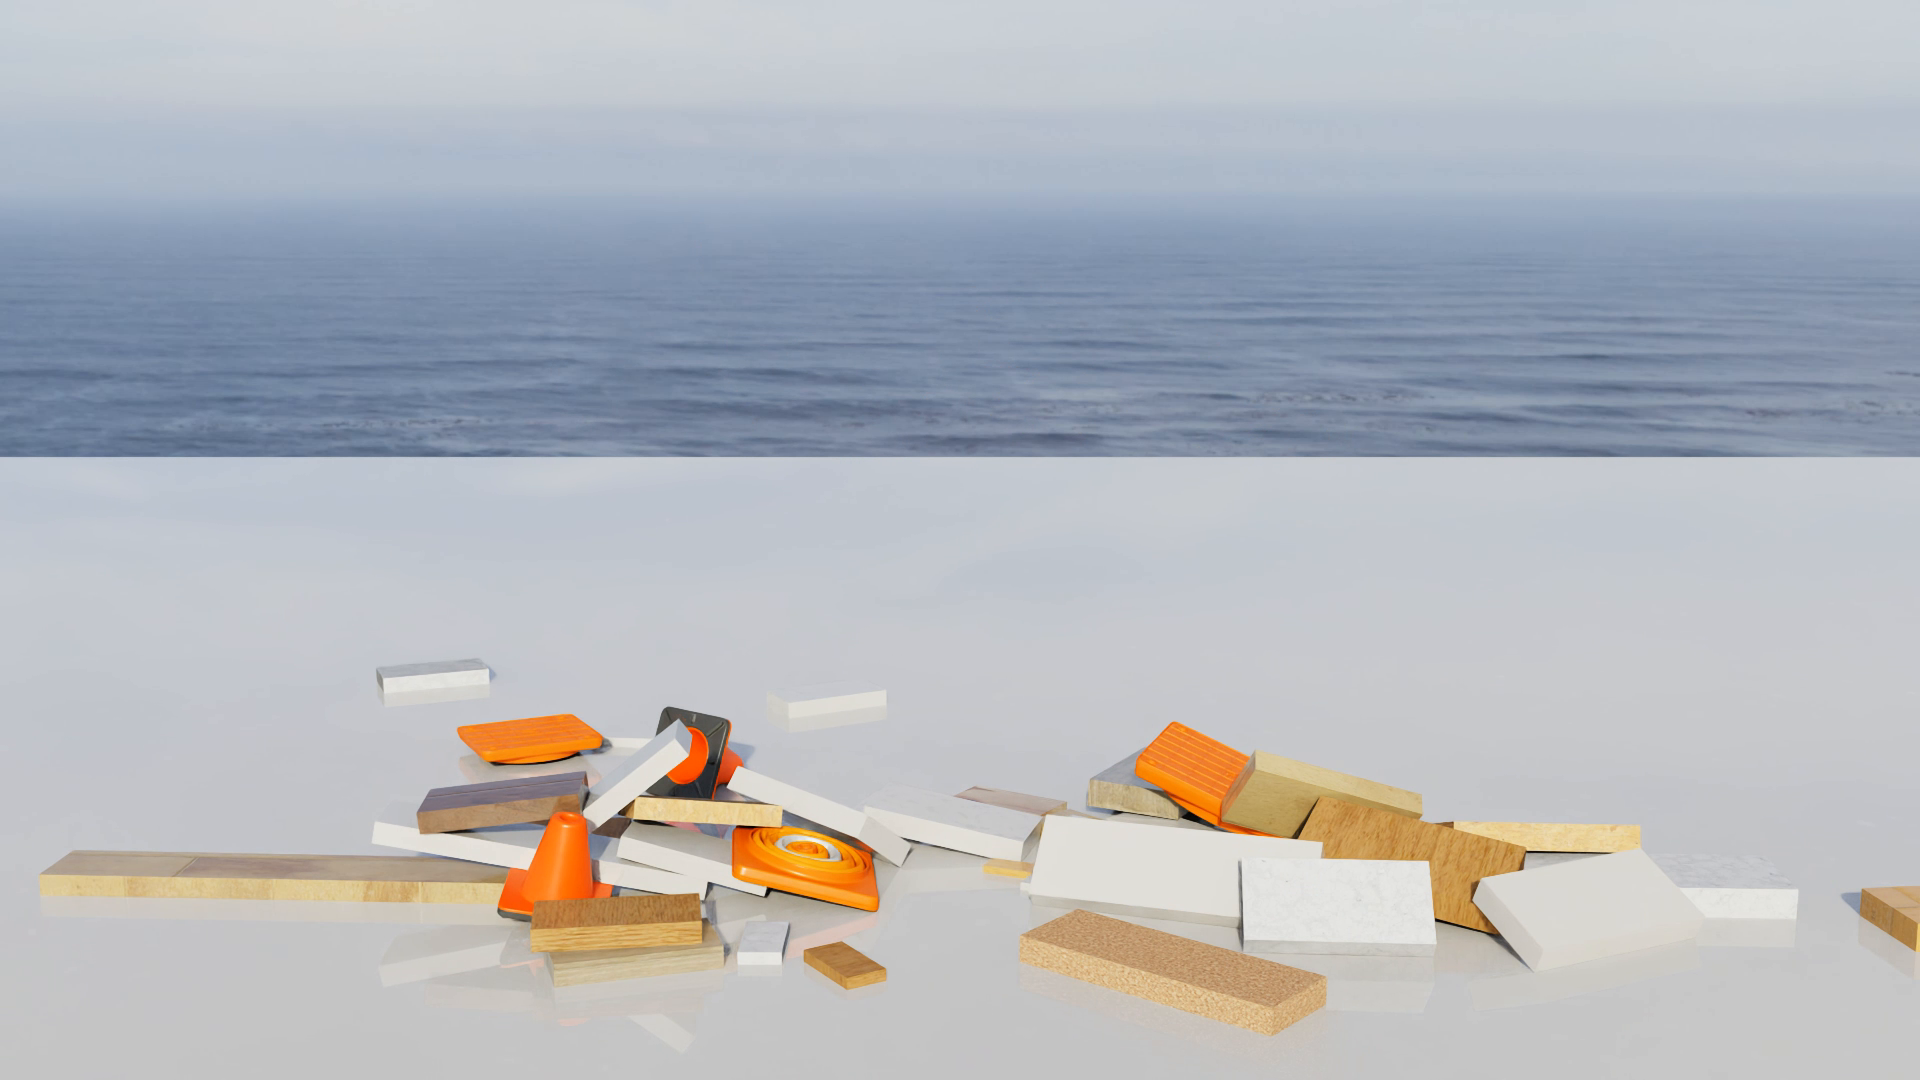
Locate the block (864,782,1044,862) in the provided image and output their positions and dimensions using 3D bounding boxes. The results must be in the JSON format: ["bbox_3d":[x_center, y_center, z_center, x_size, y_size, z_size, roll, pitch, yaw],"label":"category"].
[{"bbox_3d":[-0.012,0.502,3.913,0.292,0.041,0.146,11,13,14],"label":"block"}]

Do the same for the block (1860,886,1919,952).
[{"bbox_3d":[1.632,0.597,3.505,0.326,0.046,0.163,-1,11,-8],"label":"block"}]

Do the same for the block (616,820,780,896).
[{"bbox_3d":[-0.435,0.527,3.673,0.252,0.036,0.126,15,9,1],"label":"block"}]

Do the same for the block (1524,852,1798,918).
[{"bbox_3d":[0.989,0.569,3.650,0.734,0.049,0.173,1,11,3],"label":"block"}]

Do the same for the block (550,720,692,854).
[{"bbox_3d":[-0.563,0.409,3.668,0.262,0.037,0.131,-38,11,2],"label":"block"}]

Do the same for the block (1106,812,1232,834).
[{"bbox_3d":[0.425,0.535,3.888,0.099,0.028,0.360,-10,14,-43],"label":"block"}]

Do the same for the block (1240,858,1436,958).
[{"bbox_3d":[0.586,0.571,3.426,0.292,0.041,0.146,1,51,4],"label":"block"}]

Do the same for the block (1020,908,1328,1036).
[{"bbox_3d":[0.312,0.640,3.281,0.448,0.043,0.152,9,13,39],"label":"block"}]

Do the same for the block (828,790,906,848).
[{"bbox_3d":[-0.140,0.511,4.003,0.119,0.034,0.238,4,11,19],"label":"block"}]

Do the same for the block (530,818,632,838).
[{"bbox_3d":[-0.716,0.529,3.899,0.252,0.036,0.126,0,11,-2],"label":"block"}]

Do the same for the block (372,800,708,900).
[{"bbox_3d":[-0.691,0.517,3.673,0.550,0.037,0.131,10,9,-3],"label":"block"}]

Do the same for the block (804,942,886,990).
[{"bbox_3d":[-0.175,0.643,3.329,0.068,0.019,0.135,-7,12,-32],"label":"block"}]

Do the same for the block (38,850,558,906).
[{"bbox_3d":[-1.107,0.567,3.696,0.842,0.036,0.128,1,11,3],"label":"block"}]

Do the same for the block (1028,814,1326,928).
[{"bbox_3d":[0.350,0.542,3.567,0.460,0.041,0.146,3,56,18],"label":"block"}]

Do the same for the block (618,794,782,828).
[{"bbox_3d":[-0.440,0.457,3.715,0.252,0.036,0.126,6,-6,-20],"label":"block"}]

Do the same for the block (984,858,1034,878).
[{"bbox_3d":[0.090,0.564,3.774,0.090,0.013,0.045,5,11,23],"label":"block"}]

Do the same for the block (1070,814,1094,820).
[{"bbox_3d":[0.251,0.526,3.817,0.143,0.072,0.020,7,13,35],"label":"block"}]

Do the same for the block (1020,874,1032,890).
[{"bbox_3d":[0.151,0.580,3.689,0.090,0.013,0.045,5,12,25],"label":"block"}]

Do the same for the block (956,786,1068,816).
[{"bbox_3d":[0.089,0.497,4.093,0.197,0.028,0.099,7,12,32],"label":"block"}]

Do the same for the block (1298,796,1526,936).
[{"bbox_3d":[0.728,0.526,3.580,0.346,0.049,0.173,13,33,22],"label":"block"}]

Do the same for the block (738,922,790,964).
[{"bbox_3d":[-0.305,0.626,3.421,0.068,0.019,0.135,0,11,1],"label":"block"}]

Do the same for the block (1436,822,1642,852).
[{"bbox_3d":[0.977,0.512,3.771,0.326,0.046,0.163,2,-9,-7],"label":"block"}]

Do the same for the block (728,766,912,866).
[{"bbox_3d":[-0.247,0.482,3.835,0.303,0.043,0.152,15,-18,36],"label":"block"}]

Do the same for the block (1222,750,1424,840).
[{"bbox_3d":[0.617,0.457,3.755,0.303,0.152,0.043,16,44,-9],"label":"block"}]

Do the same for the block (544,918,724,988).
[{"bbox_3d":[-0.500,0.629,3.360,0.256,0.036,0.128,-3,11,-17],"label":"block"}]

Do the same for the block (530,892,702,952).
[{"bbox_3d":[-0.527,0.588,3.383,0.256,0.036,0.128,-2,11,-8],"label":"block"}]

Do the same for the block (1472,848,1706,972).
[{"bbox_3d":[0.985,0.576,3.442,0.326,0.046,0.163,-5,36,-26],"label":"block"}]

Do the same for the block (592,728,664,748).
[{"bbox_3d":[-0.683,0.412,4.574,0.151,0.019,0.068,1,11,6],"label":"block"}]

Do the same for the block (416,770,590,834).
[{"bbox_3d":[-0.753,0.433,3.636,0.262,0.037,0.131,-6,11,-2],"label":"block"}]

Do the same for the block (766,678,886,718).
[{"bbox_3d":[-0.295,0.350,4.870,0.238,0.034,0.119,-6,12,-28],"label":"block"}]

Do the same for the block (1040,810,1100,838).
[{"bbox_3d":[0.229,0.527,3.934,0.099,0.028,0.197,-9,14,-40],"label":"block"}]

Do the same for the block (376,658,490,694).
[{"bbox_3d":[-1.217,0.312,5.074,0.238,0.034,0.119,-4,11,-22],"label":"block"}]

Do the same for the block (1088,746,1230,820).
[{"bbox_3d":[0.379,0.457,4.155,0.173,0.049,0.346,7,7,21],"label":"block"}]

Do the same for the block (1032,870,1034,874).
[{"bbox_3d":[0.173,0.566,3.710,0.090,0.013,0.045,4,-14,26],"label":"block"}]
